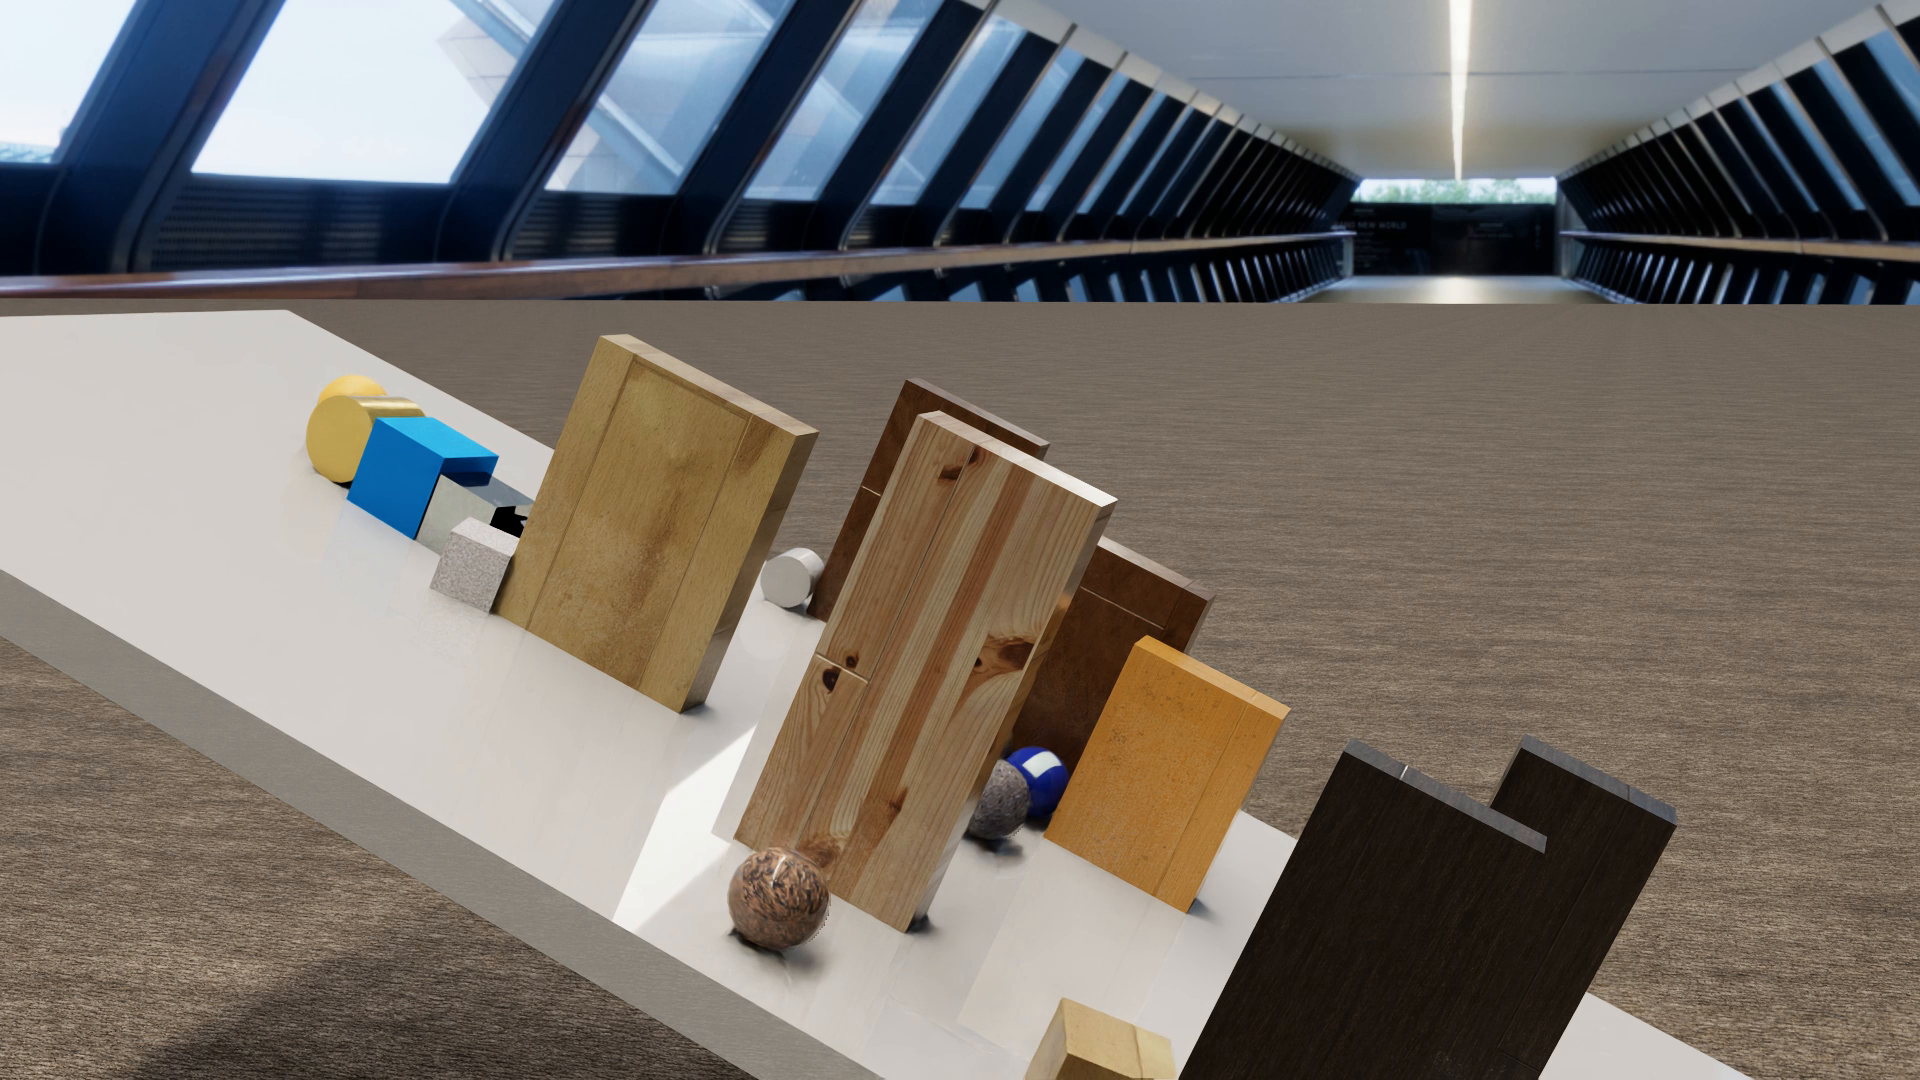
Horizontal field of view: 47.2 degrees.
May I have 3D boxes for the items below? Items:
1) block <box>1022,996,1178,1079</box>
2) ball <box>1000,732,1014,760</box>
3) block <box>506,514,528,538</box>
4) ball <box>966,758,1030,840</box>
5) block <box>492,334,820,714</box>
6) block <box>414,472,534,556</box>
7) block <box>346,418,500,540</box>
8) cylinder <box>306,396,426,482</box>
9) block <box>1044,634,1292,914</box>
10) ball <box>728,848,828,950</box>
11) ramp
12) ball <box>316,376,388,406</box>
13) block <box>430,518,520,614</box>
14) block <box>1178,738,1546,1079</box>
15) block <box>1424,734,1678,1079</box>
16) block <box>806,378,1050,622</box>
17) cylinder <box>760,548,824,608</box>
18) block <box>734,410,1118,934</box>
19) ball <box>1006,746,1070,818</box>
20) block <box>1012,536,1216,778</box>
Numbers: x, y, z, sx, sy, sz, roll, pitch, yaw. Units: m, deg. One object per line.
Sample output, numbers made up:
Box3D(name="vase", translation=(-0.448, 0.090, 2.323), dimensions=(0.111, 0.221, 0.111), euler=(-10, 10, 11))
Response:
Box3D(name="block", translation=(0.193, 0.791, 3.129), dimensions=(0.171, 0.171, 0.171), euler=(23, 13, -5))
Box3D(name="ball", translation=(0.031, 0.403, 4.389), dimensions=(0.154, 0.154, 0.154), euler=(0, 7, 0))
Box3D(name="block", translation=(-0.825, 0.045, 4.348), dimensions=(0.129, 0.129, 0.129), euler=(14, 16, -36))
Box3D(name="ball", translation=(0.057, 0.485, 4.124), dimensions=(0.151, 0.151, 0.151), euler=(0, 7, 0))
Box3D(name="block", translation=(-0.574, -0.033, 4.117), dimensions=(0.424, 0.574, 0.118), euler=(27, 14, 12))
Box3D(name="block", translation=(-0.962, -0.036, 4.387), dimensions=(0.147, 0.147, 0.147), euler=(29, 14, 20))
Box3D(name="block", translation=(-1.086, -0.127, 4.450), dimensions=(0.181, 0.181, 0.181), euler=(29, 14, 20))
Box3D(name="cylinder", translation=(-1.221, -0.209, 4.544), dimensions=(0.178, 0.178, 0.178), euler=(3, 4, 25))
Box3D(name="block", translation=(0.399, 0.450, 4.247), dimensions=(0.312, 0.428, 0.113), euler=(27, 14, 12))
Box3D(name="ball", translation=(-0.276, 0.542, 3.327), dimensions=(0.153, 0.153, 0.153), euler=(0, 7, 0))
Box3D(name="ramp", translation=(-0.272, 0.466, 4.175), dimensions=(4.000, 0.100, 2.000), euler=(27, 14, 12))
Box3D(name="ball", translation=(-1.300, -0.276, 4.717), dimensions=(0.155, 0.155, 0.155), euler=(0, 7, 0))
Box3D(name="block", translation=(-0.918, 0.047, 4.196), dimensions=(0.122, 0.122, 0.122), euler=(24, 13, -2))
Box3D(name="block", translation=(0.517, 0.656, 3.055), dimensions=(0.292, 0.703, 0.091), euler=(27, 14, 12))
Box3D(name="block", translation=(0.859, 0.687, 3.518), dimensions=(0.258, 0.707, 0.114), euler=(27, 14, 12))
Box3D(name="block", translation=(-0.075, -0.025, 4.929), dimensions=(0.338, 0.584, 0.087), euler=(27, 14, 12))
Box3D(name="cylinder", translation=(-0.378, 0.085, 4.992), dimensions=(0.118, 0.118, 0.118), euler=(2, 9, 13))
Box3D(name="block", translation=(-0.062, 0.216, 3.587), dimensions=(0.330, 0.781, 0.115), euler=(27, 14, 12))
Box3D(name="ball", translation=(0.145, 0.476, 4.330), dimensions=(0.142, 0.142, 0.142), euler=(0, 7, 0))
Box3D(name="block", translation=(0.243, 0.272, 4.443), dimensions=(0.347, 0.531, 0.104), euler=(27, 14, 12))
